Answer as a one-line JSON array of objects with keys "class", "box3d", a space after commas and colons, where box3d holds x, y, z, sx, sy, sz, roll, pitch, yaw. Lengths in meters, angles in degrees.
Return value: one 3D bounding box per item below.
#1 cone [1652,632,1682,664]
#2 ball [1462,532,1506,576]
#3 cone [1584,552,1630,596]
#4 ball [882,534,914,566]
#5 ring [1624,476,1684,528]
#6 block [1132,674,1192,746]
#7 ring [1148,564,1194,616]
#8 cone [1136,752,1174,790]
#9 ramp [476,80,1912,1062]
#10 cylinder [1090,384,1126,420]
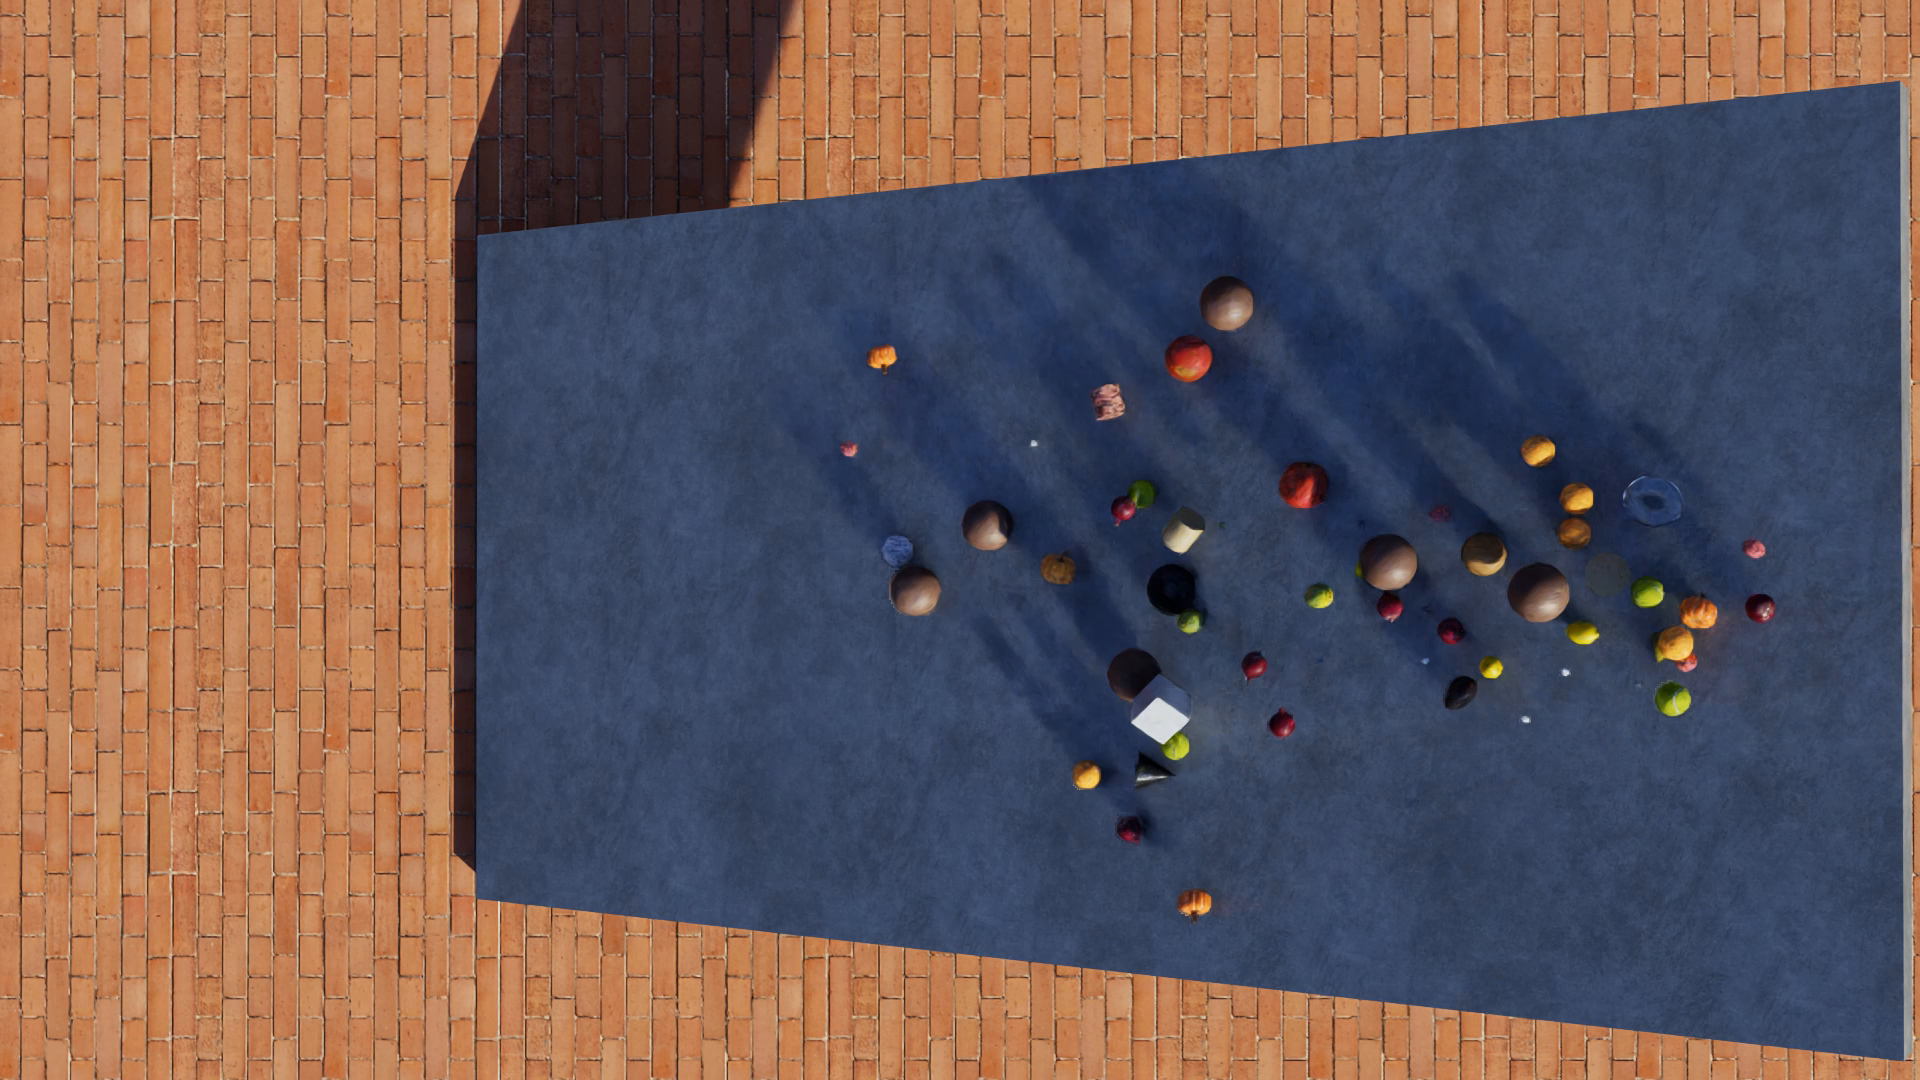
[{"class": "cone", "box3d": [1.508, 0.242, 4.728, 0.064, 0.064, 0.064, 10, 127, 0]}, {"class": "ball", "box3d": [1.168, 0.031, 4.903, 0.098, 0.098, 0.098, 0, 89, 0]}, {"class": "cone", "box3d": [1.406, 0.085, 4.755, 0.096, 0.096, 0.096, -6, 75, 23]}, {"class": "ball", "box3d": [-0.164, 0.028, 5.759, 0.082, 0.082, 0.082, 0, 89, 0]}, {"class": "ring", "box3d": [1.485, -0.082, 4.709, 0.126, 0.126, 0.042, 36, 47, 0]}, {"class": "block", "box3d": [0.481, 0.405, 5.260, 0.099, 0.099, 0.099, 35, 119, -13]}, {"class": "ring", "box3d": [0.514, 0.121, 5.353, 0.125, 0.042, 0.125, -1, 88, 31]}, {"class": "cone", "box3d": [0.480, 0.570, 5.370, 0.093, 0.093, 0.093, 7, 89, 6]}, {"class": "ramp", "box3d": [0.259, 0.071, 5.598, 4.000, 0.100, 2.000, 0, 89, 32]}, {"class": "cylinder", "box3d": [0.366, -0.341, 5.431, 0.072, 0.072, 0.072, -14, 82, 0]}]
